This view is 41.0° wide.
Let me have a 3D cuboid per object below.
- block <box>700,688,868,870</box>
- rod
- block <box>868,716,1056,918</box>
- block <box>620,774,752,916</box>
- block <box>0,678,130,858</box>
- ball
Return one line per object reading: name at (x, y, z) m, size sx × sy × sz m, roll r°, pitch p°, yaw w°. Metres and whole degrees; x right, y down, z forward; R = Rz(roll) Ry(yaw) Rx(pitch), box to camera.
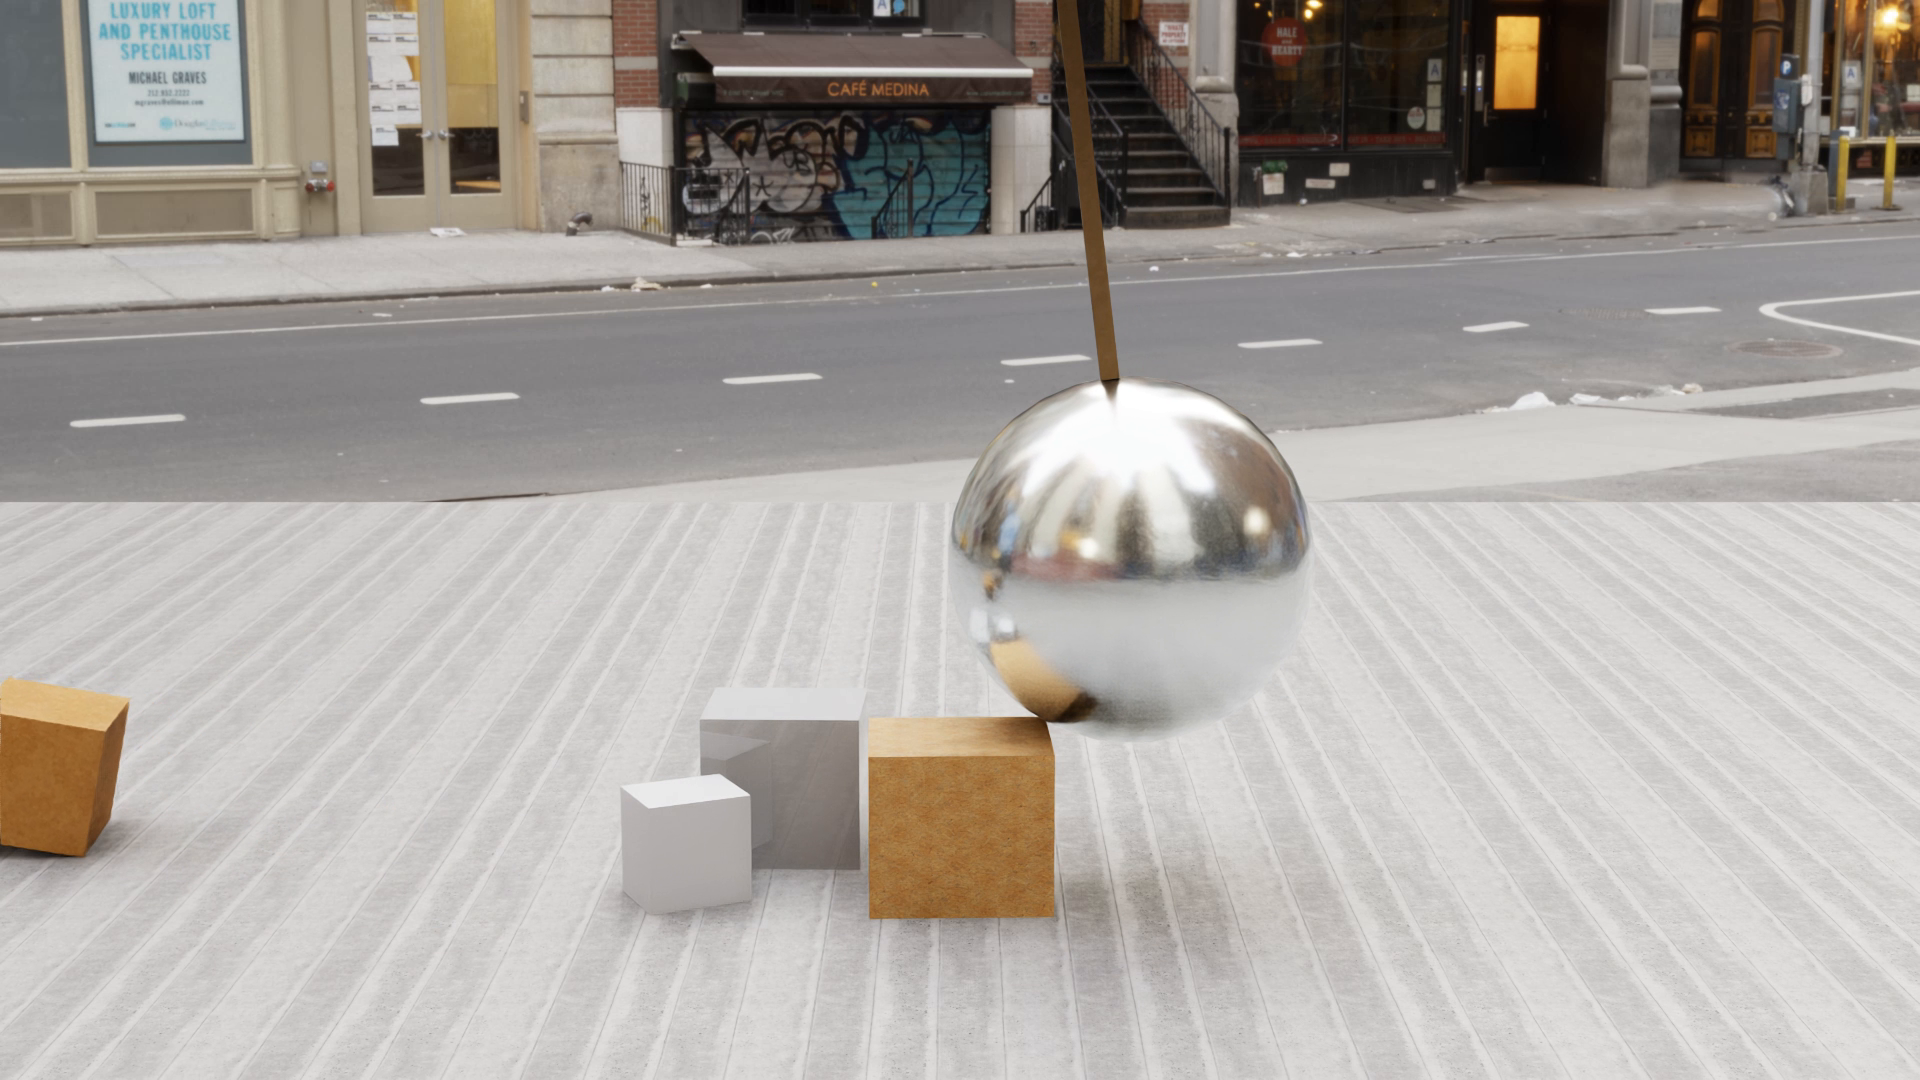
block at (-0.791, 1.080, 11.704) m, size 0.707 × 0.688 × 0.601 m, roll 0°, pitch 10°, yaw 2°
rod at (0.323, -3.235, 10.592) m, size 0.080 × 5.200 × 0.080 m, roll -7°, pitch 10°, yaw 1°
block at (-0.003, 1.187, 11.070) m, size 0.779 × 0.703 × 0.663 m, roll 0°, pitch 10°, yaw -2°
block at (-1.181, 1.308, 11.060) m, size 0.455 × 0.470 × 0.379 m, roll -5°, pitch 11°, yaw -25°
block at (-4.226, 1.044, 11.856) m, size 0.563 × 0.600 × 0.628 m, roll 11°, pitch 9°, yaw -9°
ball at (0.745, 0.085, 11.196) m, size 1.600 × 1.600 × 1.600 m, roll 0°, pitch 10°, yaw 0°
